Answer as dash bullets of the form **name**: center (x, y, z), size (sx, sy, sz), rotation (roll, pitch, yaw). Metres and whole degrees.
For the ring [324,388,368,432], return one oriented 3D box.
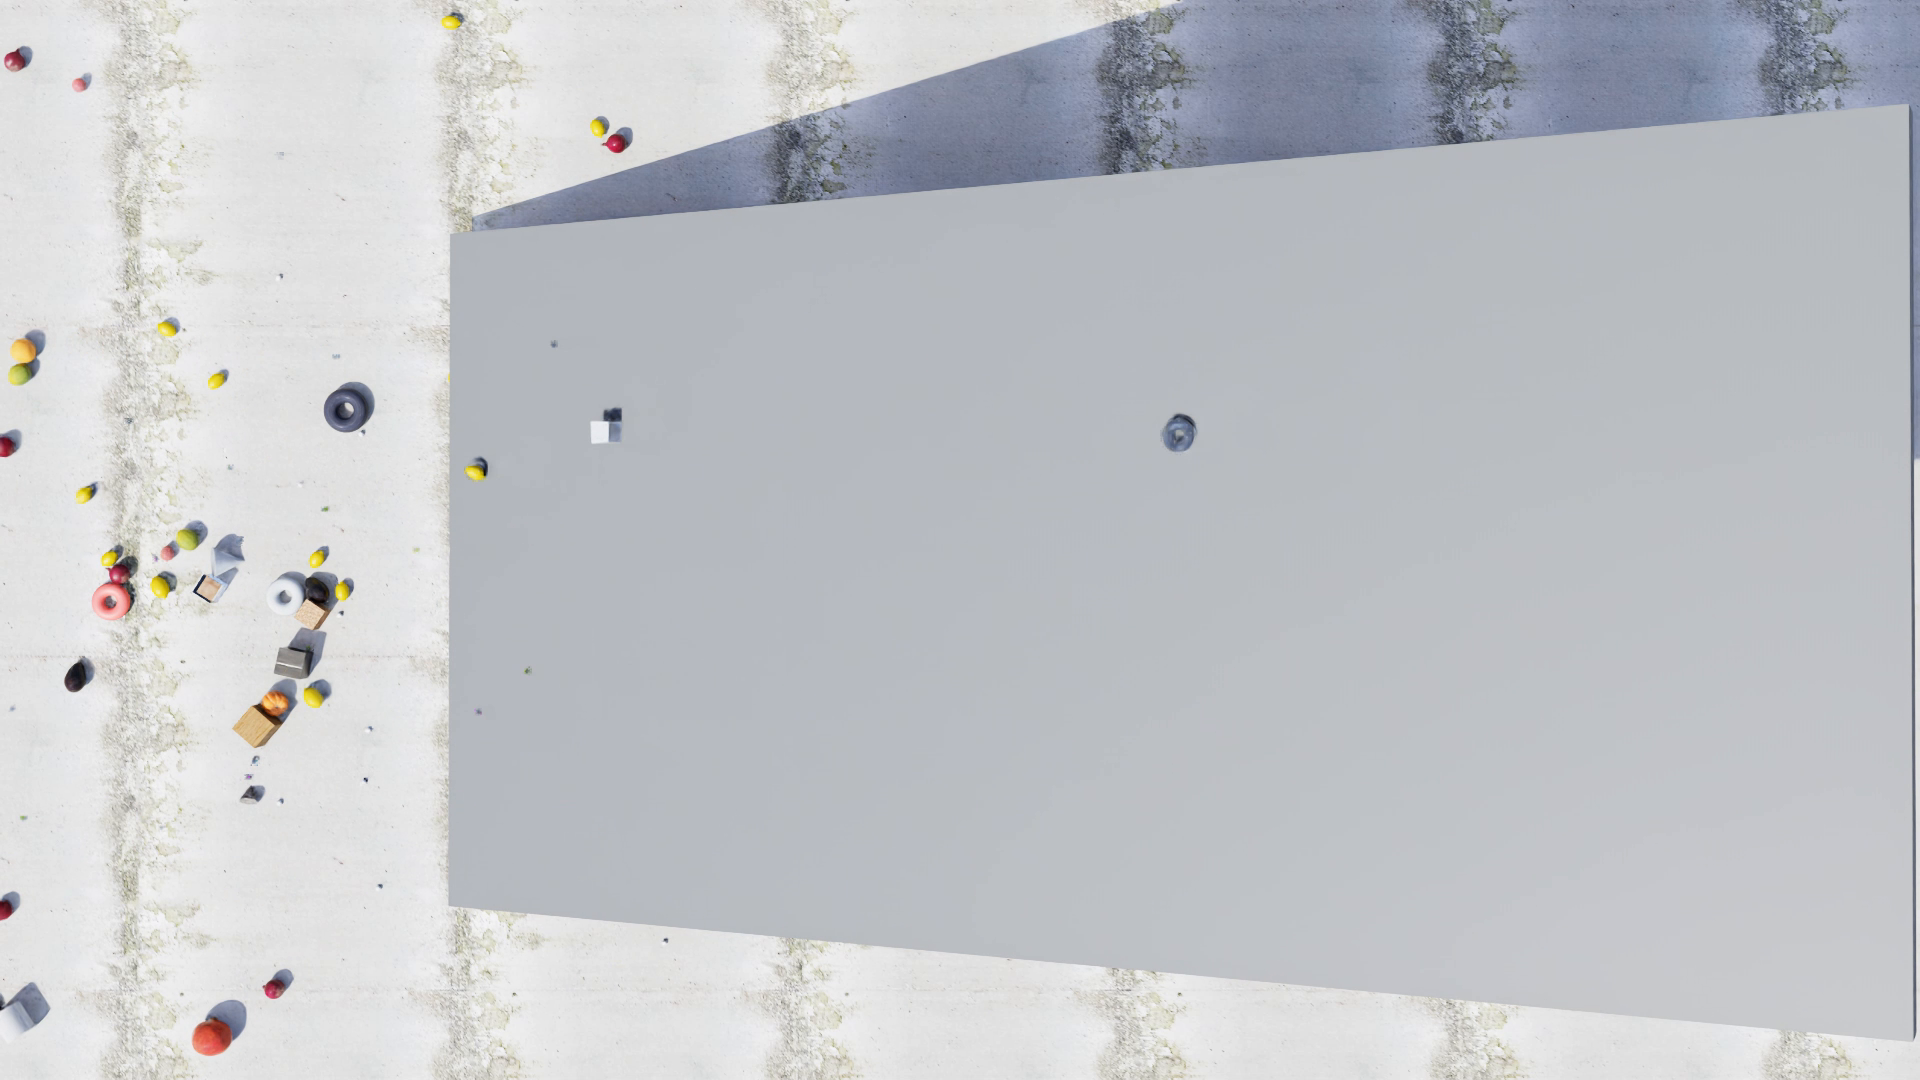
- **ring**: center (-1.845, -0.390, 6.610), size (0.136, 0.045, 0.136), rotation (0, 91, 0)

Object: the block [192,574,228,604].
- **block**: center (-2.248, 0.145, 6.594), size (0.064, 0.064, 0.064), rotation (33, 89, 0)

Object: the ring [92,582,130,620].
- **ring**: center (-2.551, 0.185, 6.607), size (0.114, 0.038, 0.114), rotation (0, 89, -1)

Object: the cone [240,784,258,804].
- **cone**: center (-2.134, 0.760, 6.607), size (0.054, 0.054, 0.054), rotation (-1, 60, 0)

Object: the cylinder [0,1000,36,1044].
- **cylinder**: center (-2.827, 1.440, 6.567), size (0.091, 0.091, 0.091), rotation (-33, 89, 0)

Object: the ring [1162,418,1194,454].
- **ring**: center (0.542, -0.259, 5.450), size (0.087, 0.029, 0.087), rotation (-1, 88, 29)

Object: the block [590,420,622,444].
- **block**: center (-1.004, -0.305, 6.239), size (0.060, 0.060, 0.060), rotation (-2, 89, 28)

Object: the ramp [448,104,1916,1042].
- **ramp**: center (0.277, 0.078, 5.657), size (4.000, 0.100, 2.000), rotation (0, 89, 28)

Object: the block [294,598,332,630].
- **block**: center (-1.941, 0.223, 6.592), size (0.067, 0.067, 0.067), rotation (34, 89, 0)

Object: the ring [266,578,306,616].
- **ring**: center (-2.025, 0.170, 6.607), size (0.117, 0.039, 0.117), rotation (0, 91, 0)

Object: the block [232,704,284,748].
- **block**: center (-2.100, 0.556, 6.577), size (0.090, 0.090, 0.090), rotation (41, 90, 0)

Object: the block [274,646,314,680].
- **block**: center (-1.995, 0.368, 6.583), size (0.081, 0.081, 0.081), rotation (12, 89, 0)
